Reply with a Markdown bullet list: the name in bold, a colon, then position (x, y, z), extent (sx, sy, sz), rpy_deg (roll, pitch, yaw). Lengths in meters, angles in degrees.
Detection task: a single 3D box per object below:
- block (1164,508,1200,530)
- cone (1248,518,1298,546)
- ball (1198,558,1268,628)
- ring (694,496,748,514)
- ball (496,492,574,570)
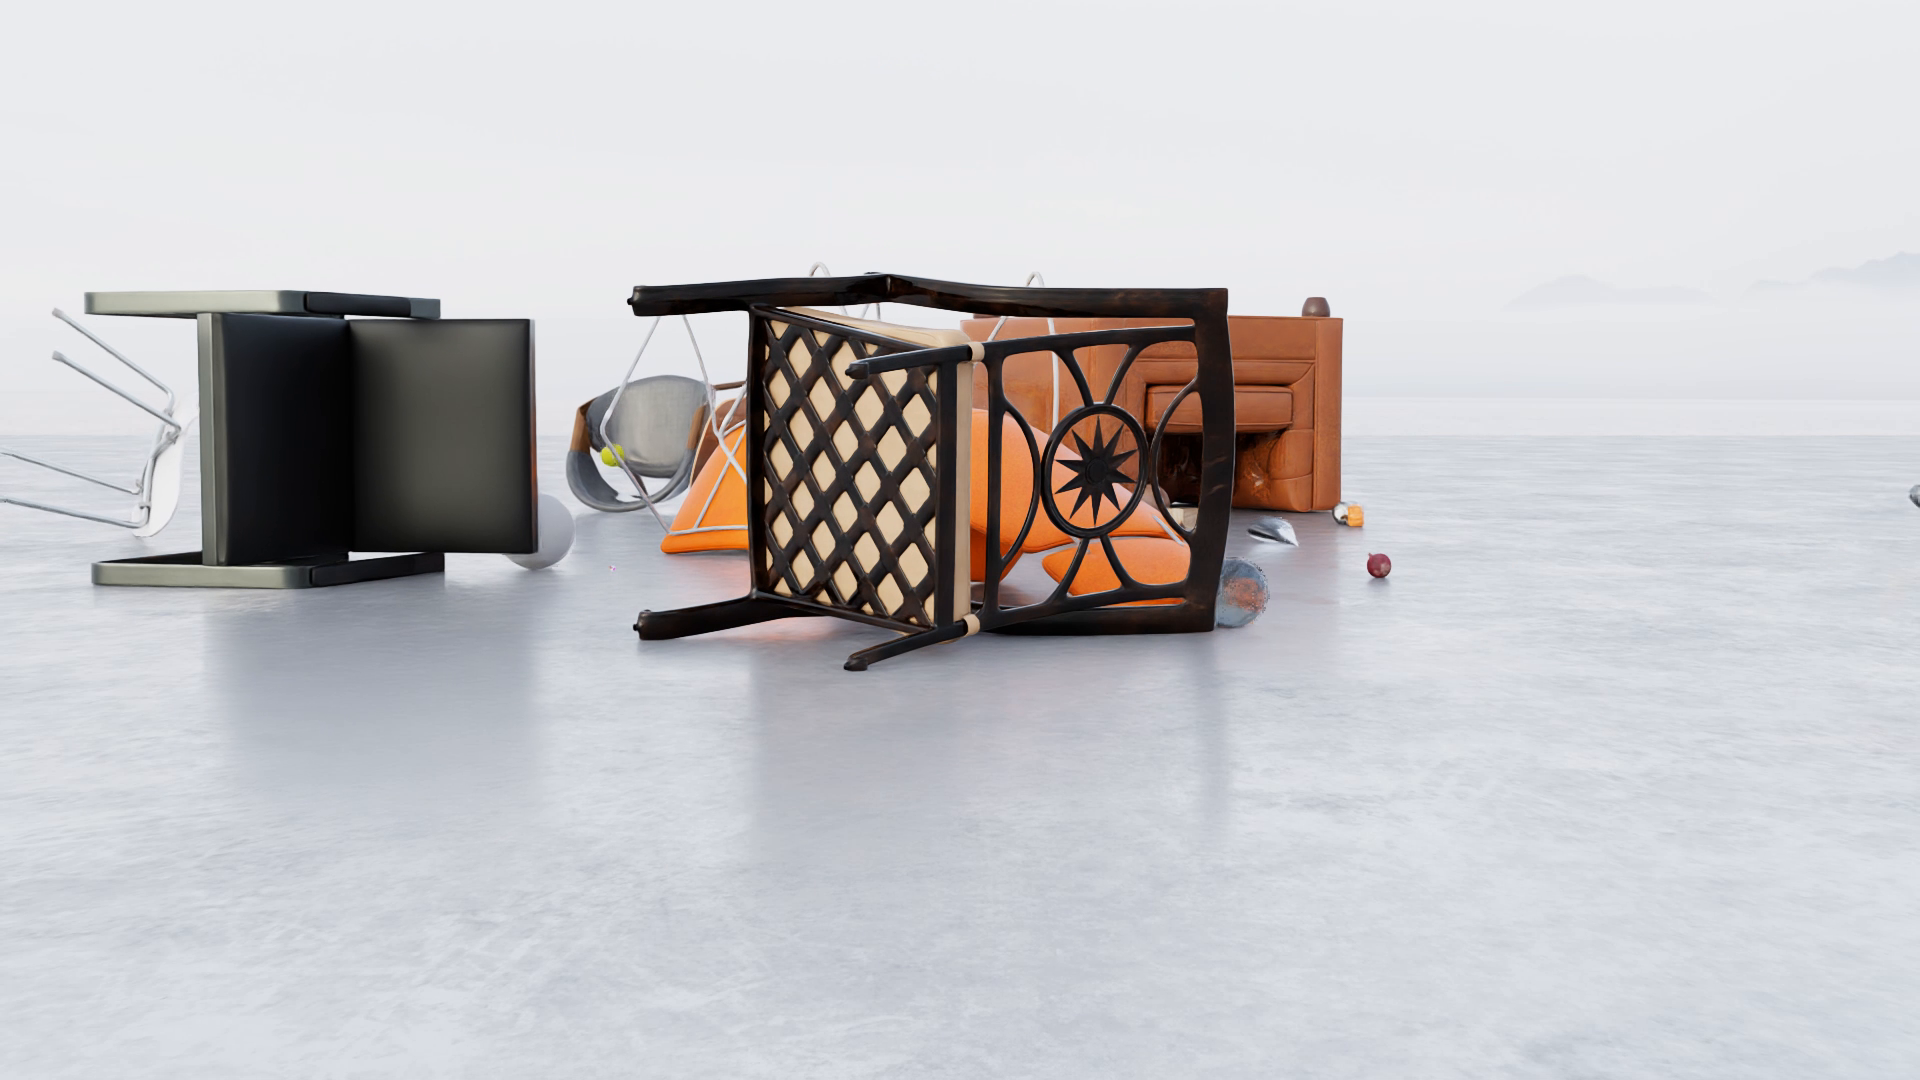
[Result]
- **block**: position (0.713, -0.070, 7.084), extent (0.075, 0.066, 0.095), rpy_deg (3, 5, 39)
- **cone**: position (0.940, -0.006, 6.375), extent (0.156, 0.071, 0.147), rpy_deg (3, 16, -26)
- **ball**: position (0.512, 0.100, 4.138), extent (0.131, 0.131, 0.131), rpy_deg (0, 4, 0)
- **ring**: position (-0.861, -0.125, 7.949), extent (0.195, 0.059, 0.171), rpy_deg (1, 5, -1)
- **ball**: position (-1.057, -0.022, 5.480), extent (0.191, 0.191, 0.191), rpy_deg (0, 4, 0)
